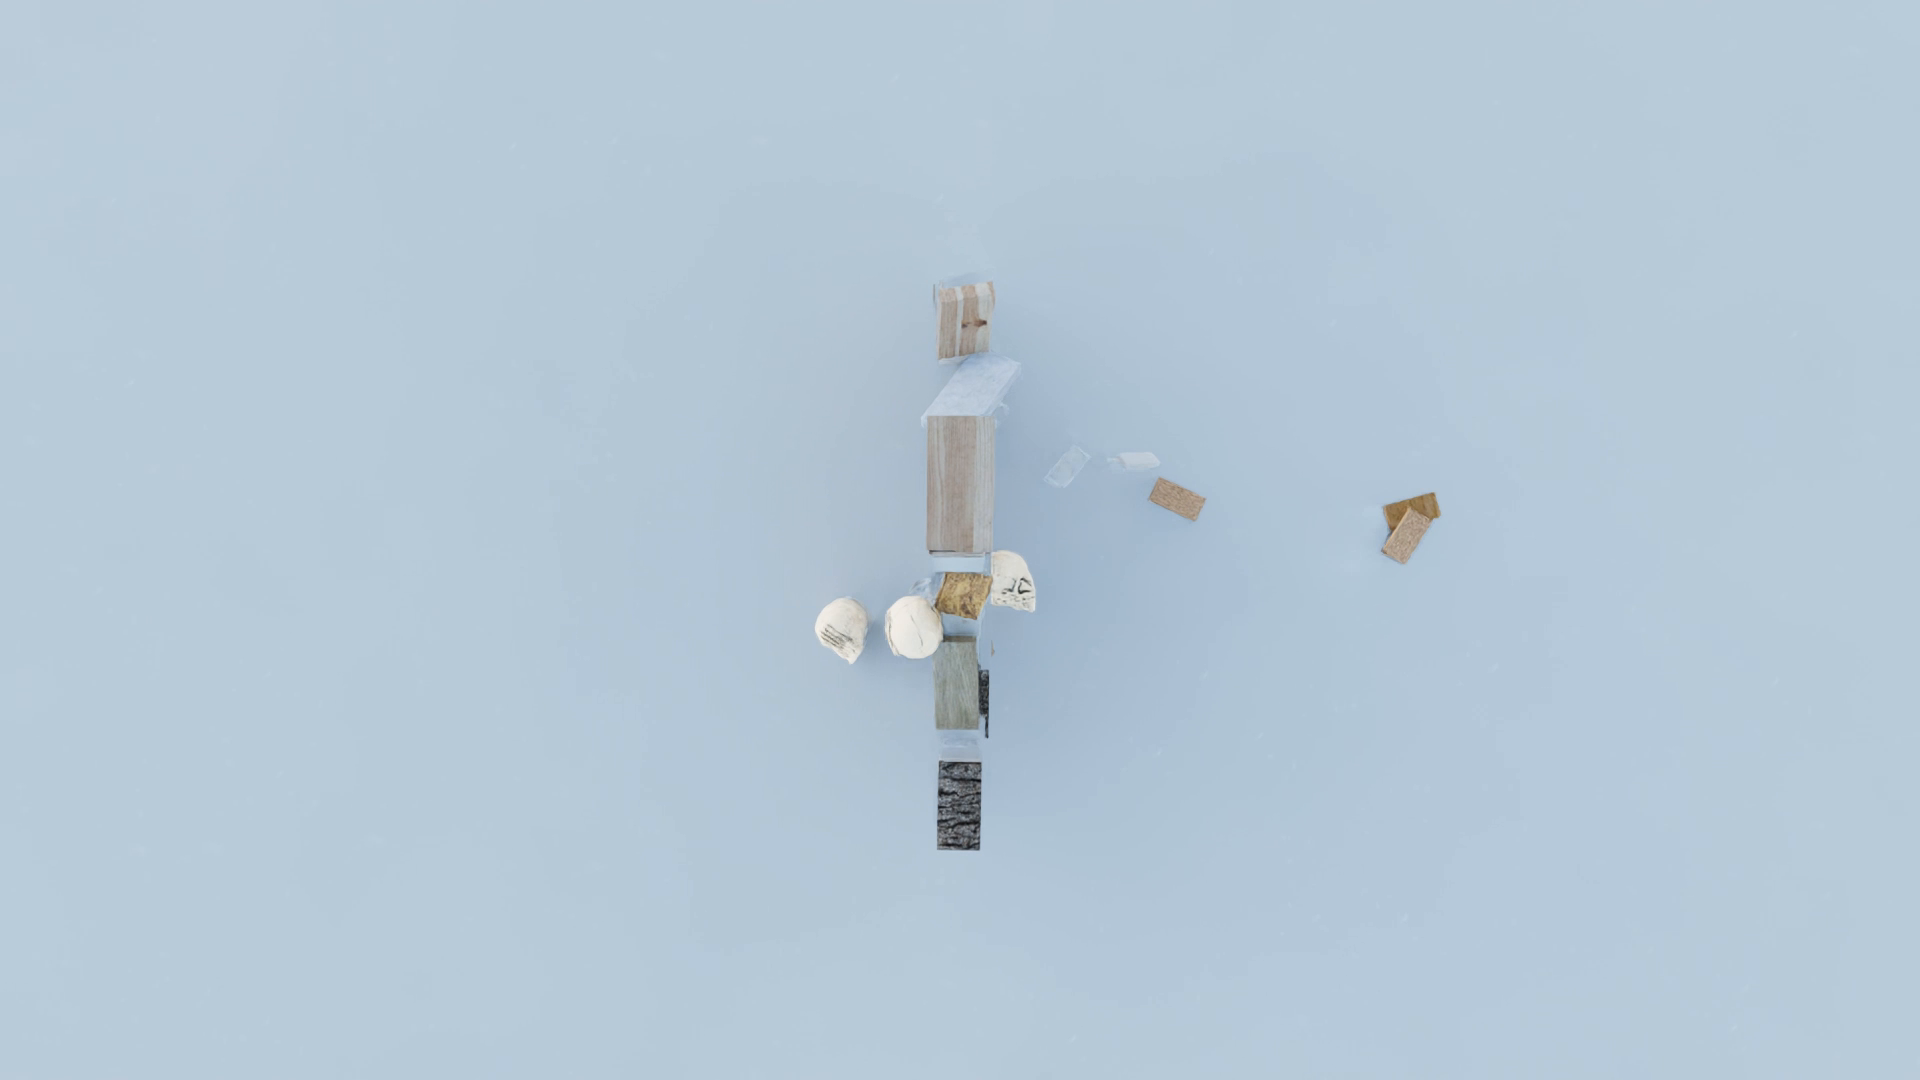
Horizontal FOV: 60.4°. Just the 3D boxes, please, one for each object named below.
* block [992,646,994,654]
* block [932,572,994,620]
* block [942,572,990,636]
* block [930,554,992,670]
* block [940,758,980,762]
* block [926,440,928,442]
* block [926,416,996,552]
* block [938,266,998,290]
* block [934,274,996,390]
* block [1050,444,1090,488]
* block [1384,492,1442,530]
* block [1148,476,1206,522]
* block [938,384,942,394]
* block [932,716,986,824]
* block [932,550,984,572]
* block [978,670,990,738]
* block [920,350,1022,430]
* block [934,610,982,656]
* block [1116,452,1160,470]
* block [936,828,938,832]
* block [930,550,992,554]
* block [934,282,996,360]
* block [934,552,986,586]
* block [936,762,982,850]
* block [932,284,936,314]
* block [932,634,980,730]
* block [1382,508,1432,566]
[{"bbox_3d":[0.021,0.352,5.331,0.169,0.338,0.048,-12,90,0],"label":"block"},{"bbox_3d":[0.005,0.145,4.427,0.126,0.252,0.036,13,67,-4],"label":"block"},{"bbox_3d":[0.004,0.197,4.629,0.130,0.037,0.259,8,124,0],"label":"block"},{"bbox_3d":[0.003,0.197,4.742,0.174,0.049,0.348,0,90,0],"label":"block"},{"bbox_3d":[0.000,0.646,4.644,0.119,0.238,0.034,0,91,0],"label":"block"},{"bbox_3d":[0.001,-0.224,4.650,0.177,0.579,0.050,-2,86,0],"label":"block"},{"bbox_3d":[0.001,-0.149,4.338,0.177,0.050,0.355,1,93,0],"label":"block"},{"bbox_3d":[0.021,-0.737,4.714,0.152,0.303,0.043,-14,98,0],"label":"block"},{"bbox_3d":[0.020,-0.617,4.891,0.171,0.048,0.341,-4,90,0],"label":"block"},{"bbox_3d":[0.353,-0.238,5.318,0.065,0.018,0.131,39,112,-2],"label":"block"},{"bbox_3d":[1.505,-0.096,5.488,0.171,0.024,0.086,-16,90,0],"label":"block"},{"bbox_3d":[0.723,-0.136,5.488,0.171,0.024,0.086,25,90,0],"label":"block"},{"bbox_3d":[0.004,-0.328,4.959,0.139,0.039,0.278,0,90,0],"label":"block"},{"bbox_3d":[-0.005,0.667,4.785,0.154,0.044,0.308,0,90,0],"label":"block"},{"bbox_3d":[-0.006,0.050,4.328,0.130,0.259,0.037,1,96,-1],"label":"block"},{"bbox_3d":[0.007,0.443,5.139,0.169,0.048,0.337,1,90,0],"label":"block"},{"bbox_3d":[0.034,-0.417,4.761,0.152,0.043,0.303,26,65,23],"label":"block"},{"bbox_3d":[-0.006,0.247,4.620,0.126,0.036,0.252,4,124,2],"label":"block"},{"bbox_3d":[0.578,-0.259,5.346,0.131,0.065,0.018,-5,128,-29],"label":"block"},{"bbox_3d":[-0.004,0.804,4.644,0.119,0.238,0.034,2,91,0],"label":"block"},{"bbox_3d":[0.001,-0.033,4.549,0.177,0.355,0.050,0,73,0],"label":"block"},{"bbox_3d":[0.012,-0.620,4.674,0.152,0.303,0.043,-10,66,-8],"label":"block"},{"bbox_3d":[0.001,0.066,4.592,0.130,0.259,0.037,7,64,0],"label":"block"},{"bbox_3d":[-0.002,0.727,4.508,0.119,0.034,0.238,1,90,0],"label":"block"},{"bbox_3d":[0.004,-0.752,5.208,0.171,0.583,0.048,0,92,0],"label":"block"},{"bbox_3d":[-0.011,0.405,4.669,0.126,0.036,0.298,1,119,5],"label":"block"},{"bbox_3d":[1.483,-0.013,5.470,0.086,0.024,0.171,29,98,-8],"label":"block"}]
